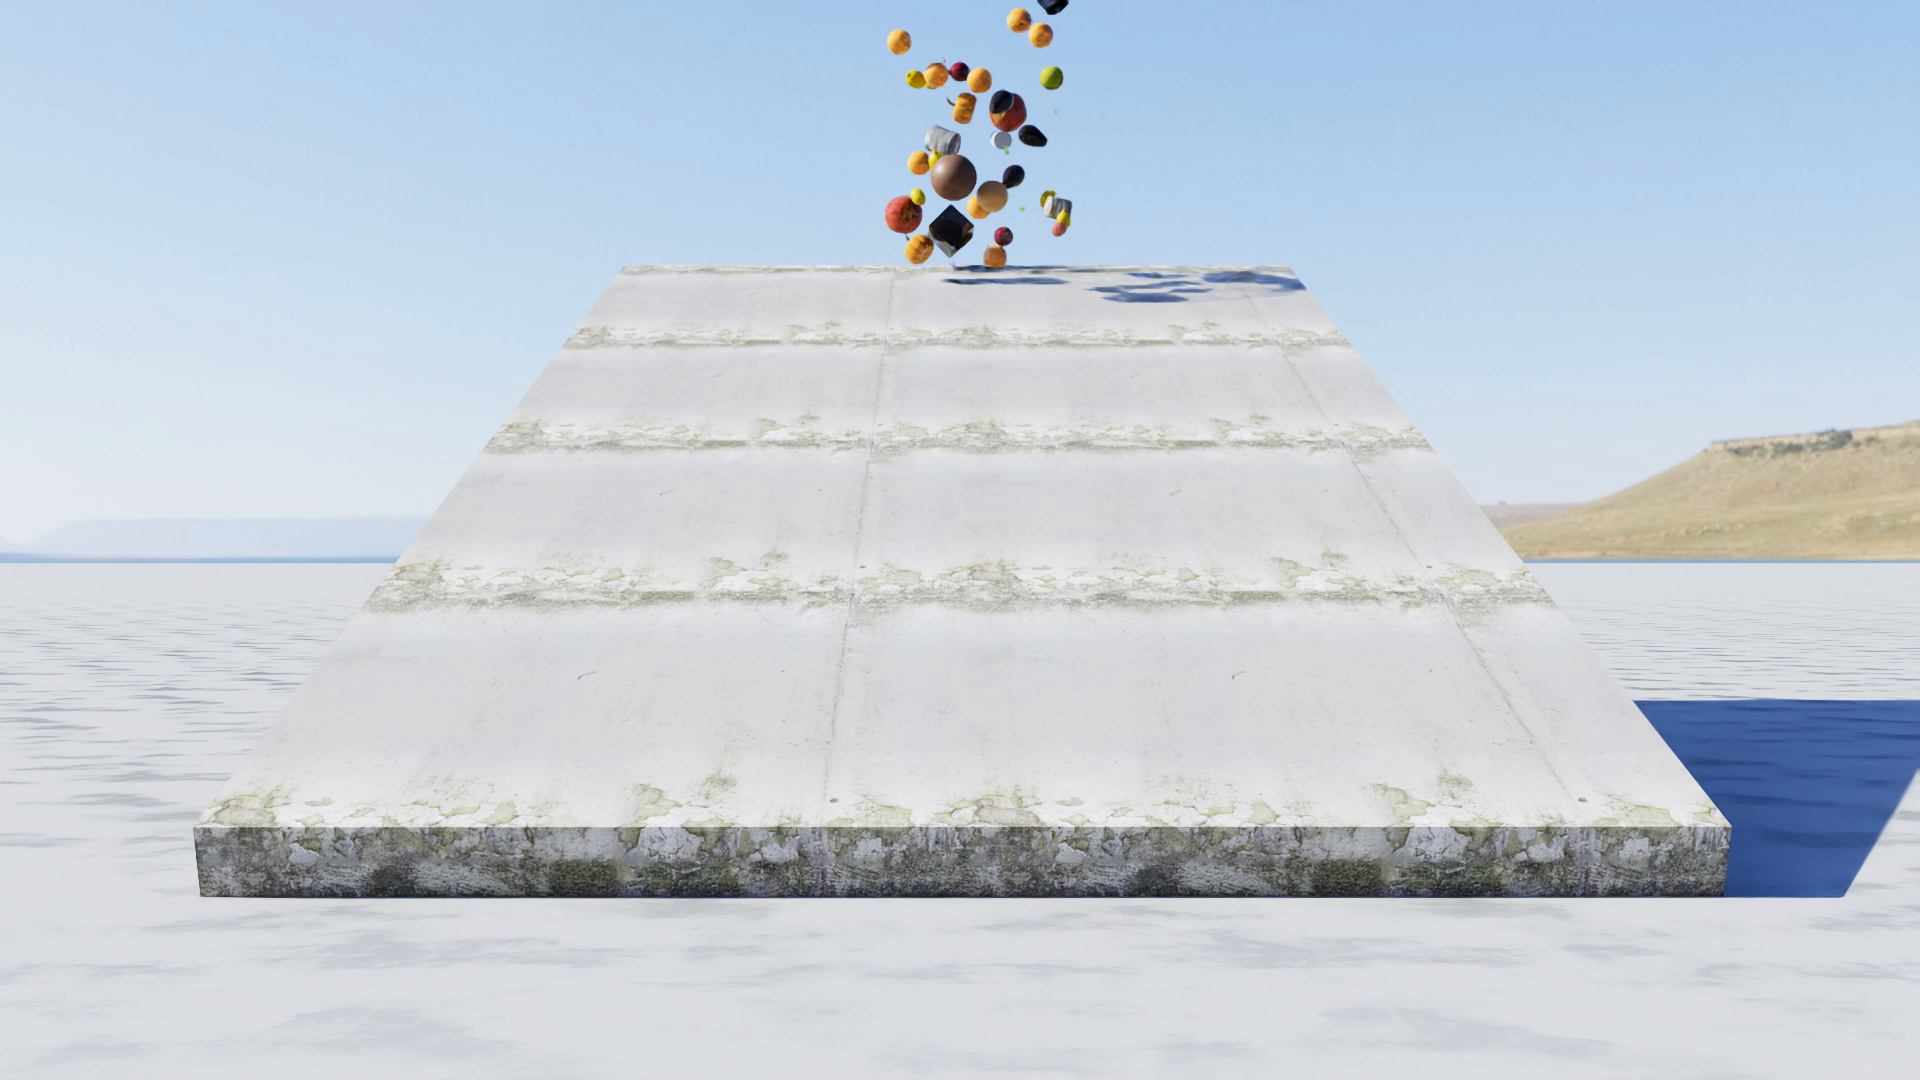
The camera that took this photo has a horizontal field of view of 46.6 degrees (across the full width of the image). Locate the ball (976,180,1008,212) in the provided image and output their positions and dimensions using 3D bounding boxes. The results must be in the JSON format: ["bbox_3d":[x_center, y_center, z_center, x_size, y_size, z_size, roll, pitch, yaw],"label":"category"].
[{"bbox_3d":[0.090,-0.960,6.229,0.091,0.091,0.091,0,0,0],"label":"ball"}]

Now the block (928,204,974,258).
[{"bbox_3d":[-0.027,-0.893,6.450,0.093,0.093,0.093,44,-12,7],"label":"block"}]

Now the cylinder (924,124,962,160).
[{"bbox_3d":[-0.049,-1.159,6.490,0.078,0.078,0.078,24,9,22],"label":"cylinder"}]

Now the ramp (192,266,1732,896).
[{"bbox_3d":[-0.003,-0.180,4.819,2.000,0.100,4.000,0,17,0],"label":"ramp"}]

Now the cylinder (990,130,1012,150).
[{"bbox_3d":[0.118,-1.155,6.432,0.053,0.053,0.053,0,14,-13],"label":"cylinder"}]

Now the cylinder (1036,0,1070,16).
[{"bbox_3d":[0.254,-1.529,6.256,0.078,0.078,0.078,-32,-21,-14],"label":"cylinder"}]

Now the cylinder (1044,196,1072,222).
[{"bbox_3d":[0.282,-0.953,6.408,0.062,0.062,0.062,9,-3,-18],"label":"cylinder"}]
